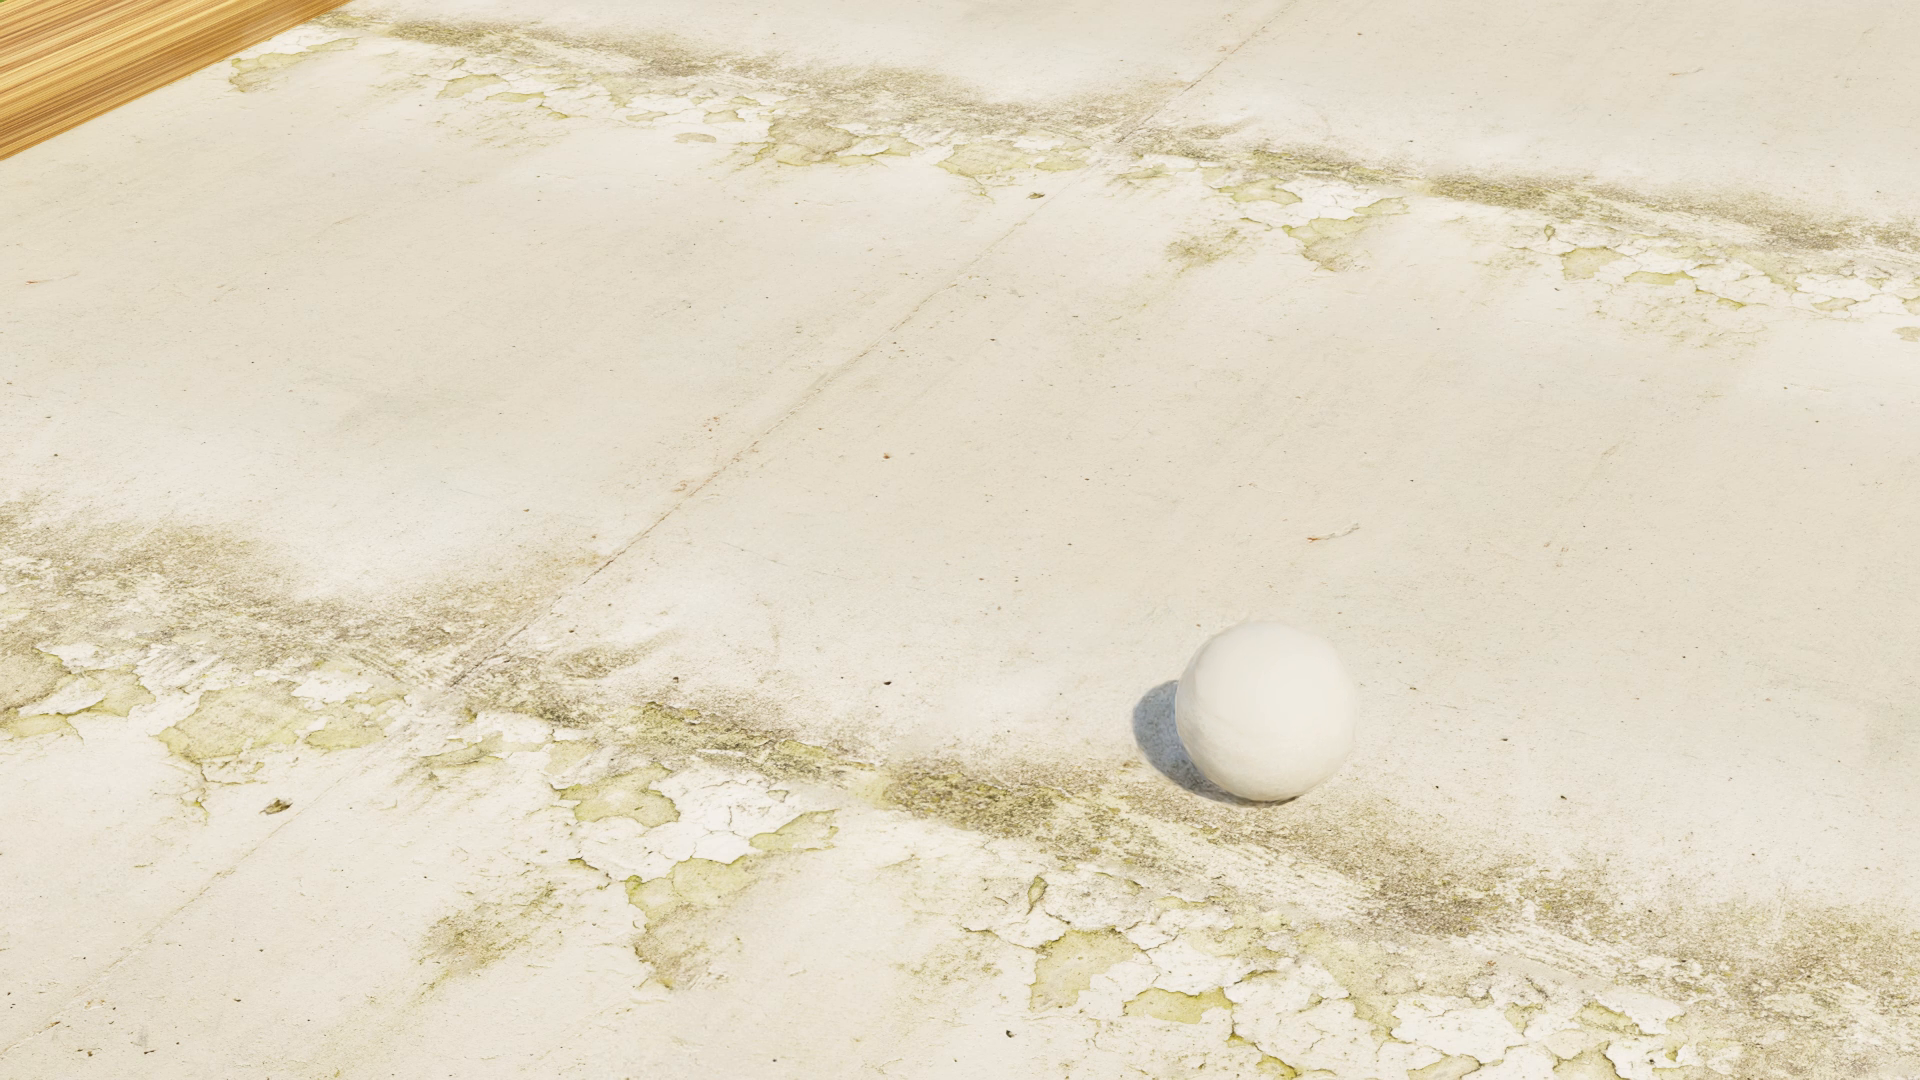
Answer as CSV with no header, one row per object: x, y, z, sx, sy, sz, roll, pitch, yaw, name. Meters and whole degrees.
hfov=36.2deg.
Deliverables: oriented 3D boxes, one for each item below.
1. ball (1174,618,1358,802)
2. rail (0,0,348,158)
0.160,0.088,1.536,0.096,0.096,0.096,0,27,0,ball
-0.538,-0.595,2.834,0.045,0.124,3.716,12,29,22,rail
